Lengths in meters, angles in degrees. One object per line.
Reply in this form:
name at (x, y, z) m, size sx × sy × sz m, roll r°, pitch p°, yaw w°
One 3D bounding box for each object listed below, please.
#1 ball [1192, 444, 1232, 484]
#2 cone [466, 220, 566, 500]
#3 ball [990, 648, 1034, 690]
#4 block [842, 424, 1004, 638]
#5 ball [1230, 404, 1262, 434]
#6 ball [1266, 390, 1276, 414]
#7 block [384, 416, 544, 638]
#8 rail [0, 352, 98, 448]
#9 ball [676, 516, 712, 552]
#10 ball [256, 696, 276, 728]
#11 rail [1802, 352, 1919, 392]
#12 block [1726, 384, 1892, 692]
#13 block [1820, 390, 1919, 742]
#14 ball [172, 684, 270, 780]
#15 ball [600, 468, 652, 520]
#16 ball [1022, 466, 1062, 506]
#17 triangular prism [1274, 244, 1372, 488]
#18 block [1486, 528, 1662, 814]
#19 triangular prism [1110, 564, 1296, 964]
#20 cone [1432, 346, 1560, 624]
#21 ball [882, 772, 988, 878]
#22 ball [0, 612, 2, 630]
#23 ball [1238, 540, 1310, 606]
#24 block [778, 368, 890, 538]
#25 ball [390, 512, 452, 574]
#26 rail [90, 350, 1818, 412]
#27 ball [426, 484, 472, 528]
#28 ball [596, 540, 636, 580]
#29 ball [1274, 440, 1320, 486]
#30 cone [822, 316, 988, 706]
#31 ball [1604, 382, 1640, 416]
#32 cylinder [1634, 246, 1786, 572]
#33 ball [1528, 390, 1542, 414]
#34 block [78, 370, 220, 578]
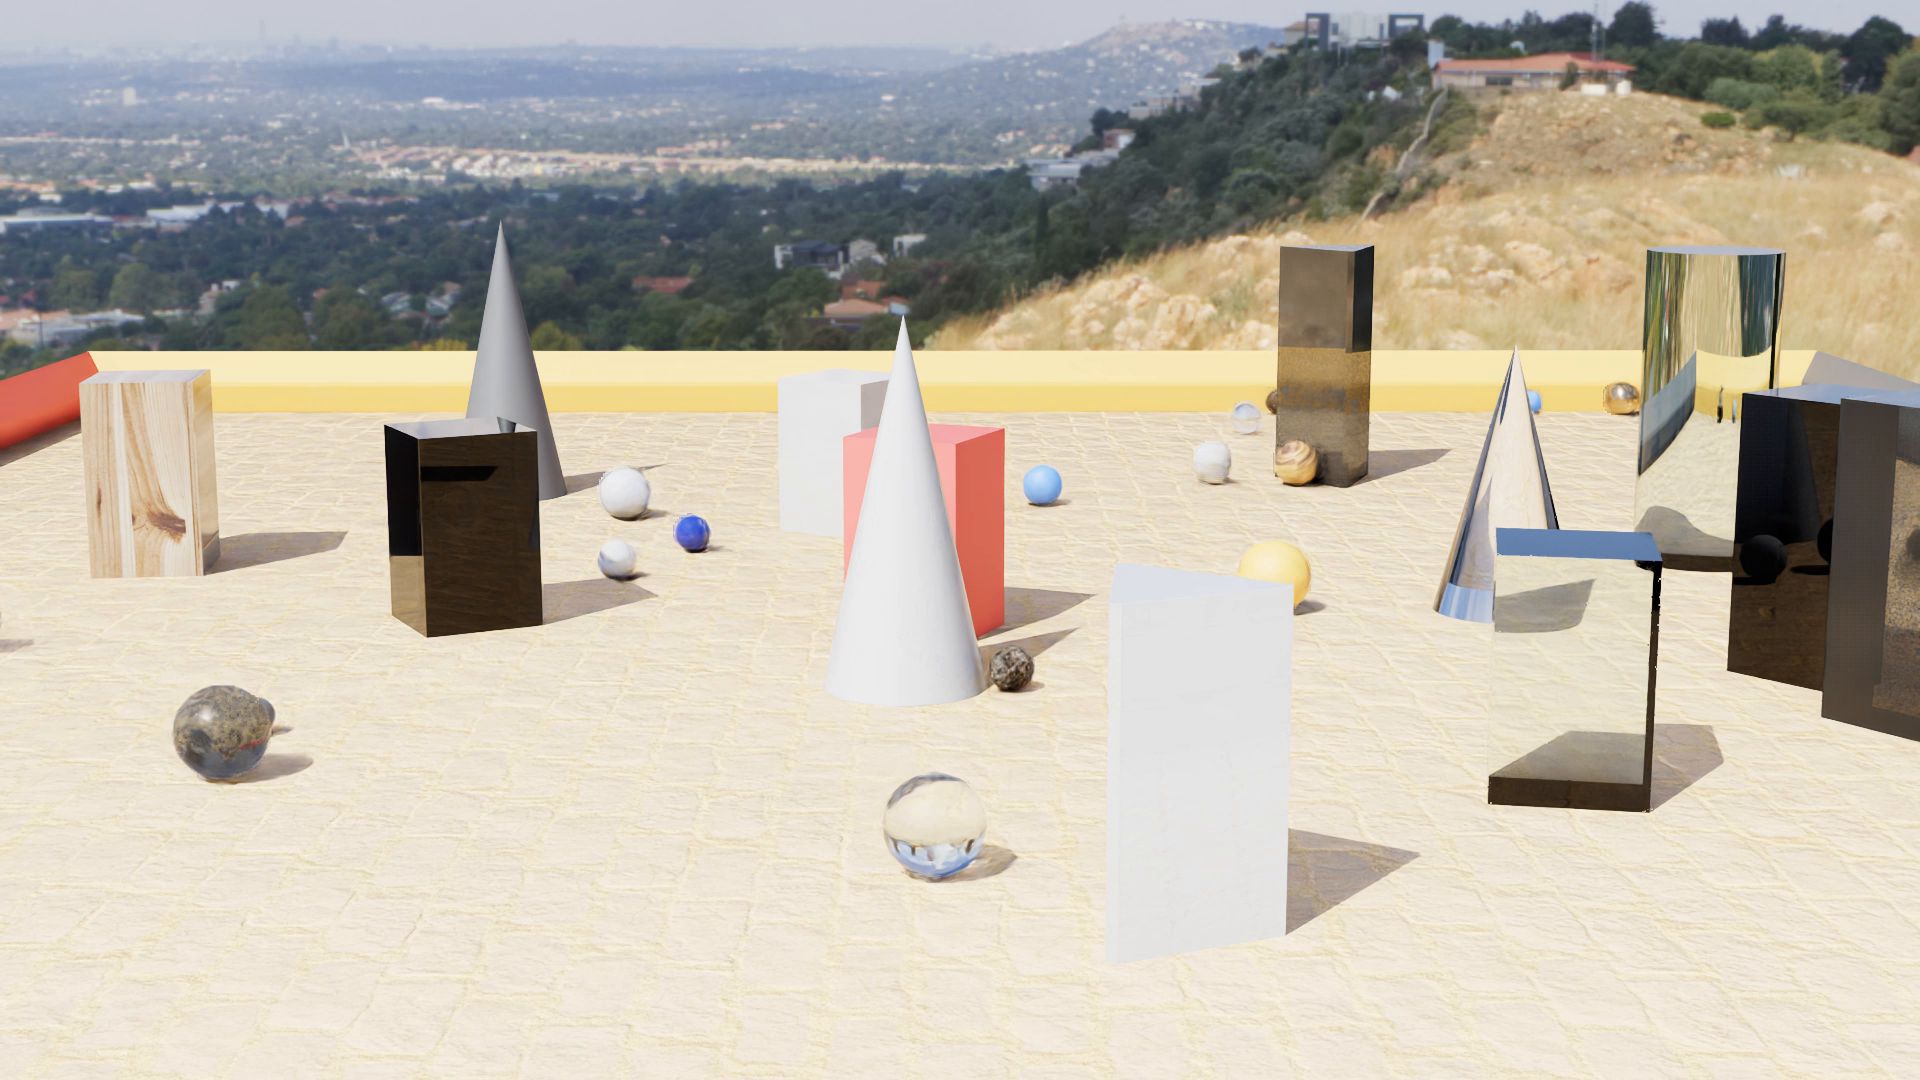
ball at (0.444, -0.134, 4.511) m, size 0.071 × 0.071 × 0.071 m, roll 0°, pitch 11°, yaw 0°
cone at (-0.774, -0.310, 4.364) m, size 0.196 × 0.469 × 0.196 m, roll 0°, pitch 11°, yaw 0°
ball at (0.061, 0.152, 3.020) m, size 0.052 × 0.052 × 0.052 m, roll 0°, pitch 11°, yaw 0°
block at (-0.045, -0.010, 3.319) m, size 0.157 × 0.261 × 0.157 m, roll 5°, pitch 11°, yaw 24°
ball at (0.571, -0.243, 5.123) m, size 0.060 × 0.060 × 0.060 m, roll 0°, pitch 11°, yaw 0°
ball at (0.670, -0.290, 5.401) m, size 0.052 × 0.052 × 0.052 m, roll 0°, pitch 11°, yaw 0°
block at (-0.655, -0.020, 3.381) m, size 0.157 × 0.259 × 0.157 m, roll -6°, pitch 12°, yaw -28°
rail at (-1.807, 0.035, 3.439) m, size 0.045 × 0.127 × 4.057 m, roll 0°, pitch 11°, yaw 0°
ball at (-0.404, -0.010, 3.884) m, size 0.054 × 0.054 × 0.054 m, roll 0°, pitch 11°, yaw 0°
ball at (-0.774, 0.193, 2.817) m, size 0.044 × 0.044 × 0.044 m, roll 0°, pitch 11°, yaw 0°
rail at (1.807, 0.031, 3.459) m, size 0.045 × 0.127 × 4.057 m, roll 0°, pitch 11°, yaw 0°
block at (1.043, -0.006, 3.076) m, size 0.157 × 0.341 × 0.157 m, roll -8°, pitch 13°, yaw -37°
block at (1.082, 0.026, 2.845) m, size 0.157 × 0.363 × 0.157 m, roll -7°, pitch 12°, yaw -33°
ball at (-0.761, 0.198, 2.644) m, size 0.098 × 0.098 × 0.098 m, roll 0°, pitch 11°, yaw 0°
ball at (-0.543, -0.076, 4.161) m, size 0.083 × 0.083 × 0.083 m, roll 0°, pitch 11°, yaw 0°
ball at (0.138, -0.091, 4.289) m, size 0.067 × 0.067 × 0.067 m, roll 0°, pitch 11°, yaw 0°
triangular prism at (0.675, -0.313, 4.540) m, size 0.147 × 0.411 × 0.170 m, roll -8°, pitch 13°, yaw -38°
block at (0.618, 0.128, 2.596) m, size 0.157 × 0.253 × 0.157 m, roll 2°, pitch 11°, yaw 11°
triangular prism at (0.169, 0.180, 2.180) m, size 0.170 × 0.302 × 0.147 m, roll -5°, pitch 12°, yaw -25°
cone at (0.738, -0.084, 3.439) m, size 0.196 × 0.362 × 0.196 m, roll 0°, pitch 11°, yaw 0°
ball at (-0.023, 0.258, 2.327) m, size 0.095 × 0.095 × 0.095 m, roll 0°, pitch 11°, yaw 0°
ball at (-1.241, 0.102, 3.214) m, size 0.078 × 0.078 × 0.078 m, roll 0°, pitch 11°, yaw 0°
ball at (0.421, 0.049, 3.445) m, size 0.098 × 0.098 × 0.098 m, roll 0°, pitch 11°, yaw 0°
block at (-0.177, -0.139, 4.065) m, size 0.157 × 0.242 × 0.157 m, roll 7°, pitch 12°, yaw 31°
ball at (-0.779, 0.005, 3.713) m, size 0.089 × 0.089 × 0.089 m, roll 0°, pitch 11°, yaw 0°
rail at (-0.012, -0.333, 5.420) m, size 3.662 × 0.127 × 0.045 m, roll 0°, pitch 11°, yaw 0°
ball at (-0.810, -0.054, 4.073) m, size 0.071 × 0.071 × 0.071 m, roll 0°, pitch 11°, yaw 0°
ball at (-0.491, 0.029, 3.671) m, size 0.057 × 0.057 × 0.057 m, roll 0°, pitch 11°, yaw 0°
ball at (0.590, -0.134, 4.492) m, size 0.078 × 0.078 × 0.078 m, roll 0°, pitch 11°, yaw 0°
cone at (-0.065, -0.044, 3.005) m, size 0.196 × 0.442 × 0.196 m, roll 0°, pitch 11°, yaw 0°
ball at (1.390, -0.297, 5.385) m, size 0.072 × 0.072 × 0.072 m, roll 0°, pitch 11°, yaw 0°
cylinder at (1.102, -0.197, 3.780) m, size 0.196 × 0.459 × 0.196 m, roll 0°, pitch 11°, yaw 0°
ball at (1.201, -0.290, 5.406) m, size 0.051 × 0.051 × 0.051 m, roll 0°, pitch 11°, yaw 0°
block at (-1.179, -0.099, 3.741) m, size 0.157 × 0.281 × 0.157 m, roll -1°, pitch 11°, yaw -7°
